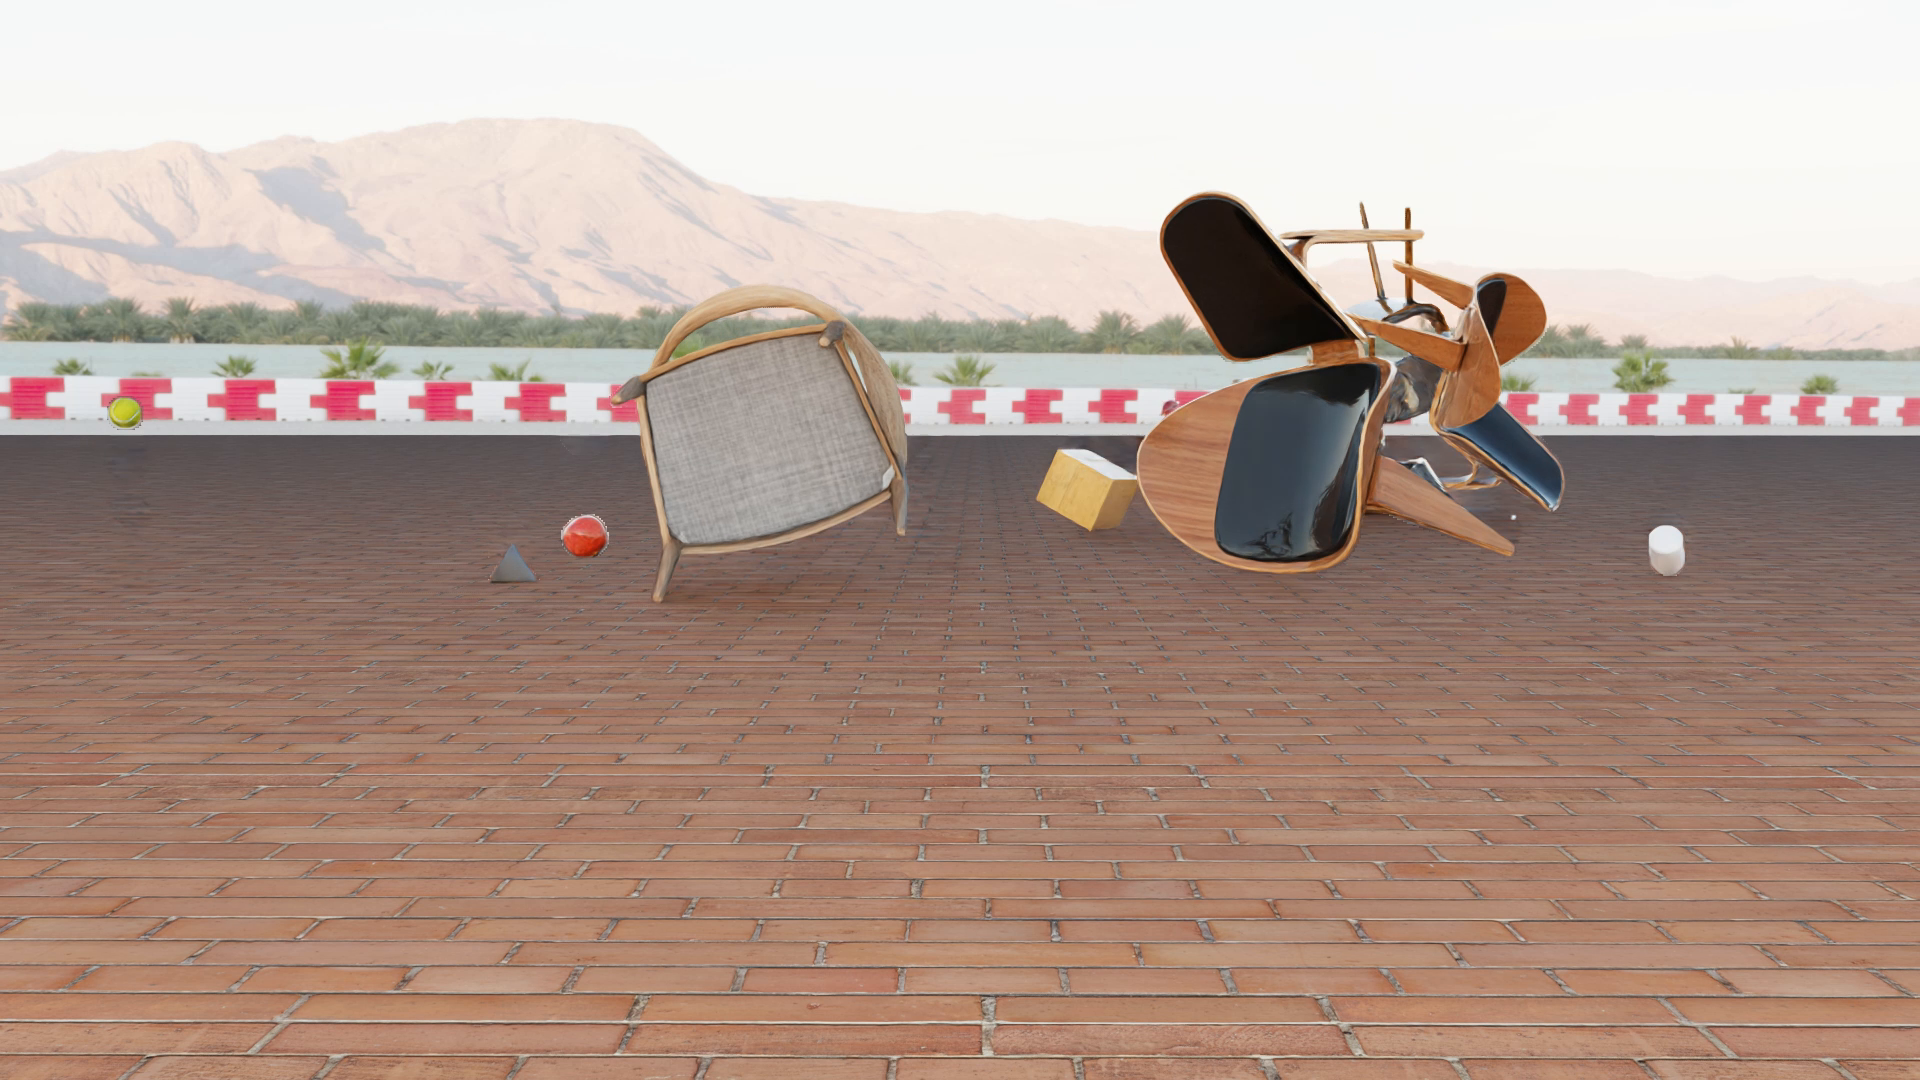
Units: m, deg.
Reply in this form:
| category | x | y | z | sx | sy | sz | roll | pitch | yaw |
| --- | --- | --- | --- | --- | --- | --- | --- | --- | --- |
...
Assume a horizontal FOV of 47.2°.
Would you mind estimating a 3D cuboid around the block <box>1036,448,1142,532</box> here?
| category | x | y | z | sx | sy | sz | roll | pitch | yaw |
| --- | --- | --- | --- | --- | --- | --- | --- | --- | --- |
| block | 0.413 | -0.163 | 7.067 | 0.219 | 0.180 | 0.204 | 31 | 17 | 25 |

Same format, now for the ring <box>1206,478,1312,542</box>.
| category | x | y | z | sx | sy | sz | roll | pitch | yaw |
| --- | --- | --- | --- | --- | --- | --- | --- | --- | --- |
| ring | 0.880 | -0.088 | 6.480 | 0.313 | 0.206 | 0.093 | 6 | -33 | 7 |

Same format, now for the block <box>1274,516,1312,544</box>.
| category | x | y | z | sx | sy | sz | roll | pitch | yaw |
| --- | --- | --- | --- | --- | --- | --- | --- | --- | --- |
| block | 0.963 | -0.029 | 6.369 | 0.083 | 0.046 | 0.063 | 12 | 21 | -22 |
